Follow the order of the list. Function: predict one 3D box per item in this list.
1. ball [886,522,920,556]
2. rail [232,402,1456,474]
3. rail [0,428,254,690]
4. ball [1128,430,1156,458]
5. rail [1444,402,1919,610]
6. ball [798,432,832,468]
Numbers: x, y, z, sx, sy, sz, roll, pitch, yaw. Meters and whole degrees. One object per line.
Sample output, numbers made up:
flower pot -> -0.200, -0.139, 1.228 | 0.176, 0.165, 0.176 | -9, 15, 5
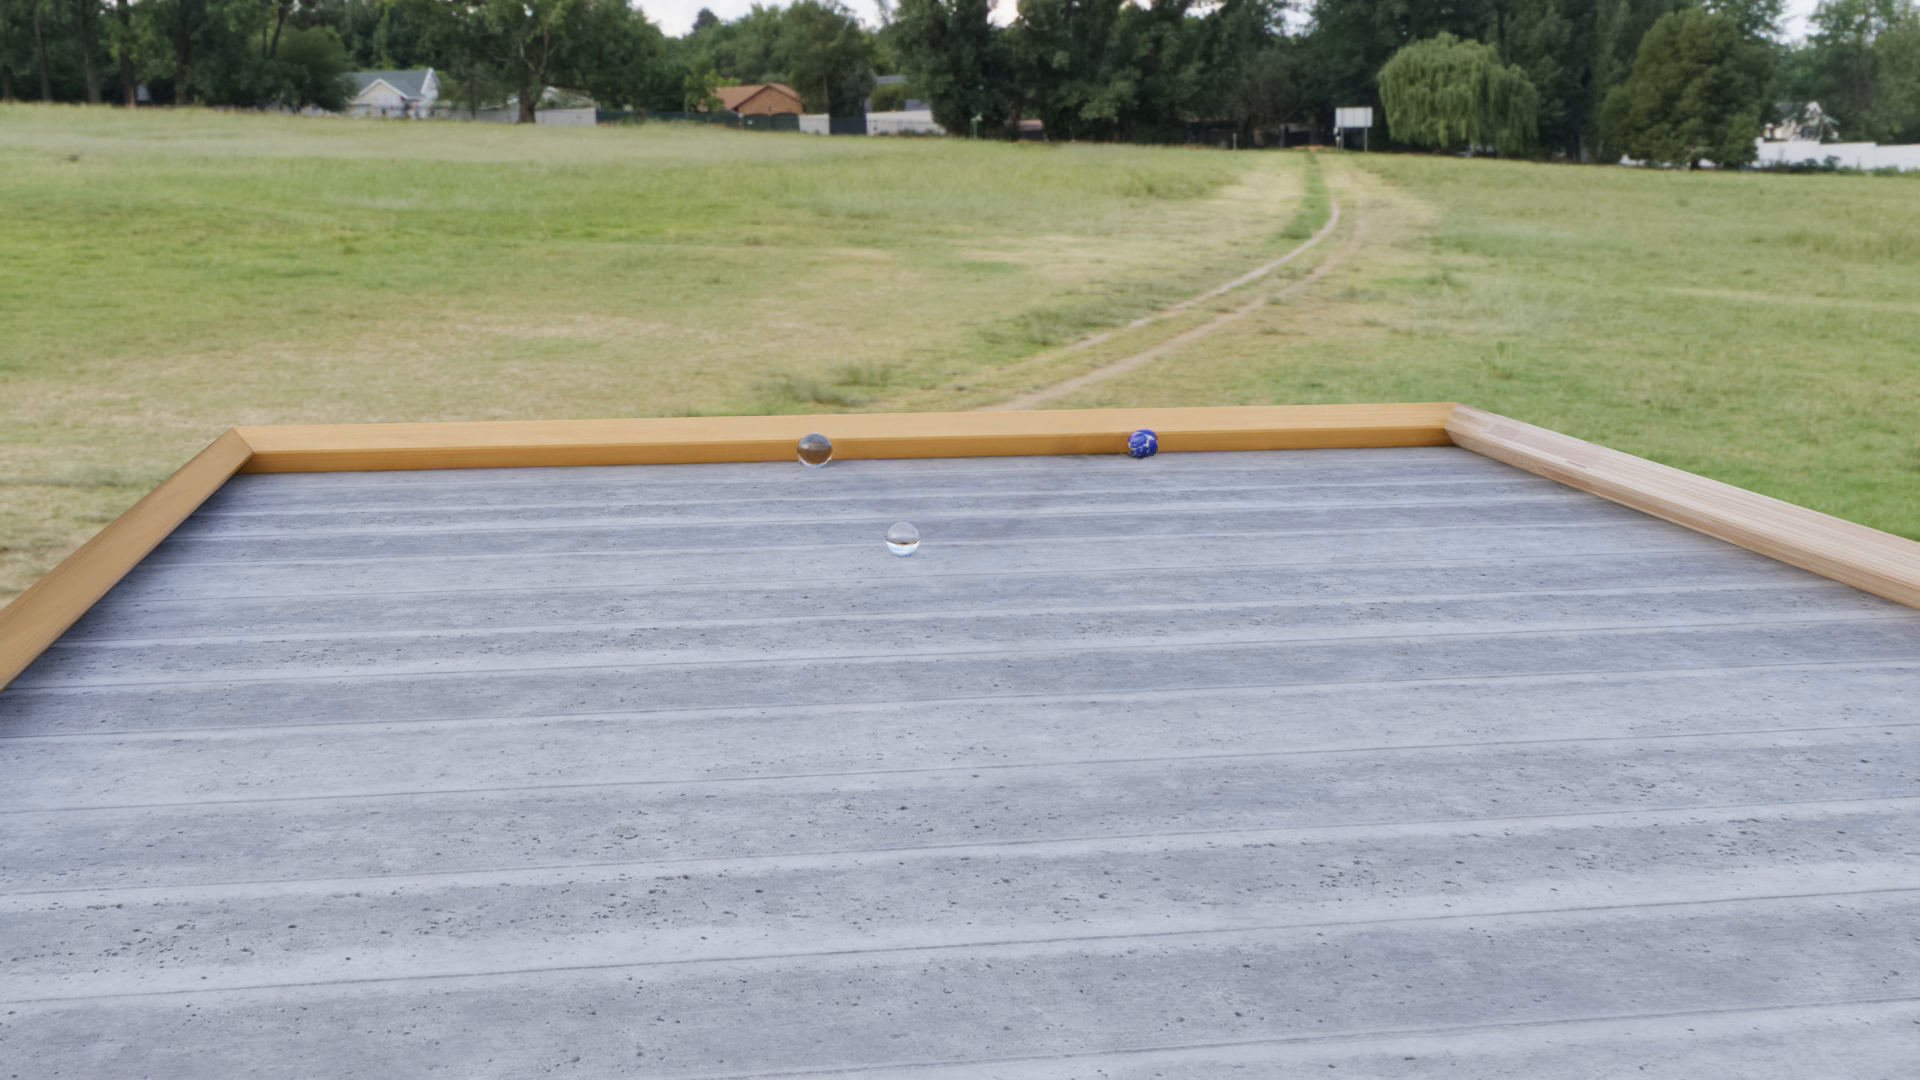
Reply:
ball -> -0.088, -0.002, 3.386 | 0.052, 0.052, 0.052 | 0, 10, 0
rail -> -0.173, -0.204, 4.389 | 2.467, 0.090, 0.045 | -2, 10, -9
rail -> -1.017, 0.213, 2.095 | 0.045, 0.090, 4.377 | -2, 10, -9
ball -> 0.368, -0.195, 4.432 | 0.057, 0.057, 0.057 | 0, 10, 0
rail -> 1.371, 0.143, 2.480 | 0.045, 0.090, 4.377 | -2, 10, -9
ball -> -0.283, -0.175, 4.292 | 0.069, 0.069, 0.069 | 0, 10, 0
